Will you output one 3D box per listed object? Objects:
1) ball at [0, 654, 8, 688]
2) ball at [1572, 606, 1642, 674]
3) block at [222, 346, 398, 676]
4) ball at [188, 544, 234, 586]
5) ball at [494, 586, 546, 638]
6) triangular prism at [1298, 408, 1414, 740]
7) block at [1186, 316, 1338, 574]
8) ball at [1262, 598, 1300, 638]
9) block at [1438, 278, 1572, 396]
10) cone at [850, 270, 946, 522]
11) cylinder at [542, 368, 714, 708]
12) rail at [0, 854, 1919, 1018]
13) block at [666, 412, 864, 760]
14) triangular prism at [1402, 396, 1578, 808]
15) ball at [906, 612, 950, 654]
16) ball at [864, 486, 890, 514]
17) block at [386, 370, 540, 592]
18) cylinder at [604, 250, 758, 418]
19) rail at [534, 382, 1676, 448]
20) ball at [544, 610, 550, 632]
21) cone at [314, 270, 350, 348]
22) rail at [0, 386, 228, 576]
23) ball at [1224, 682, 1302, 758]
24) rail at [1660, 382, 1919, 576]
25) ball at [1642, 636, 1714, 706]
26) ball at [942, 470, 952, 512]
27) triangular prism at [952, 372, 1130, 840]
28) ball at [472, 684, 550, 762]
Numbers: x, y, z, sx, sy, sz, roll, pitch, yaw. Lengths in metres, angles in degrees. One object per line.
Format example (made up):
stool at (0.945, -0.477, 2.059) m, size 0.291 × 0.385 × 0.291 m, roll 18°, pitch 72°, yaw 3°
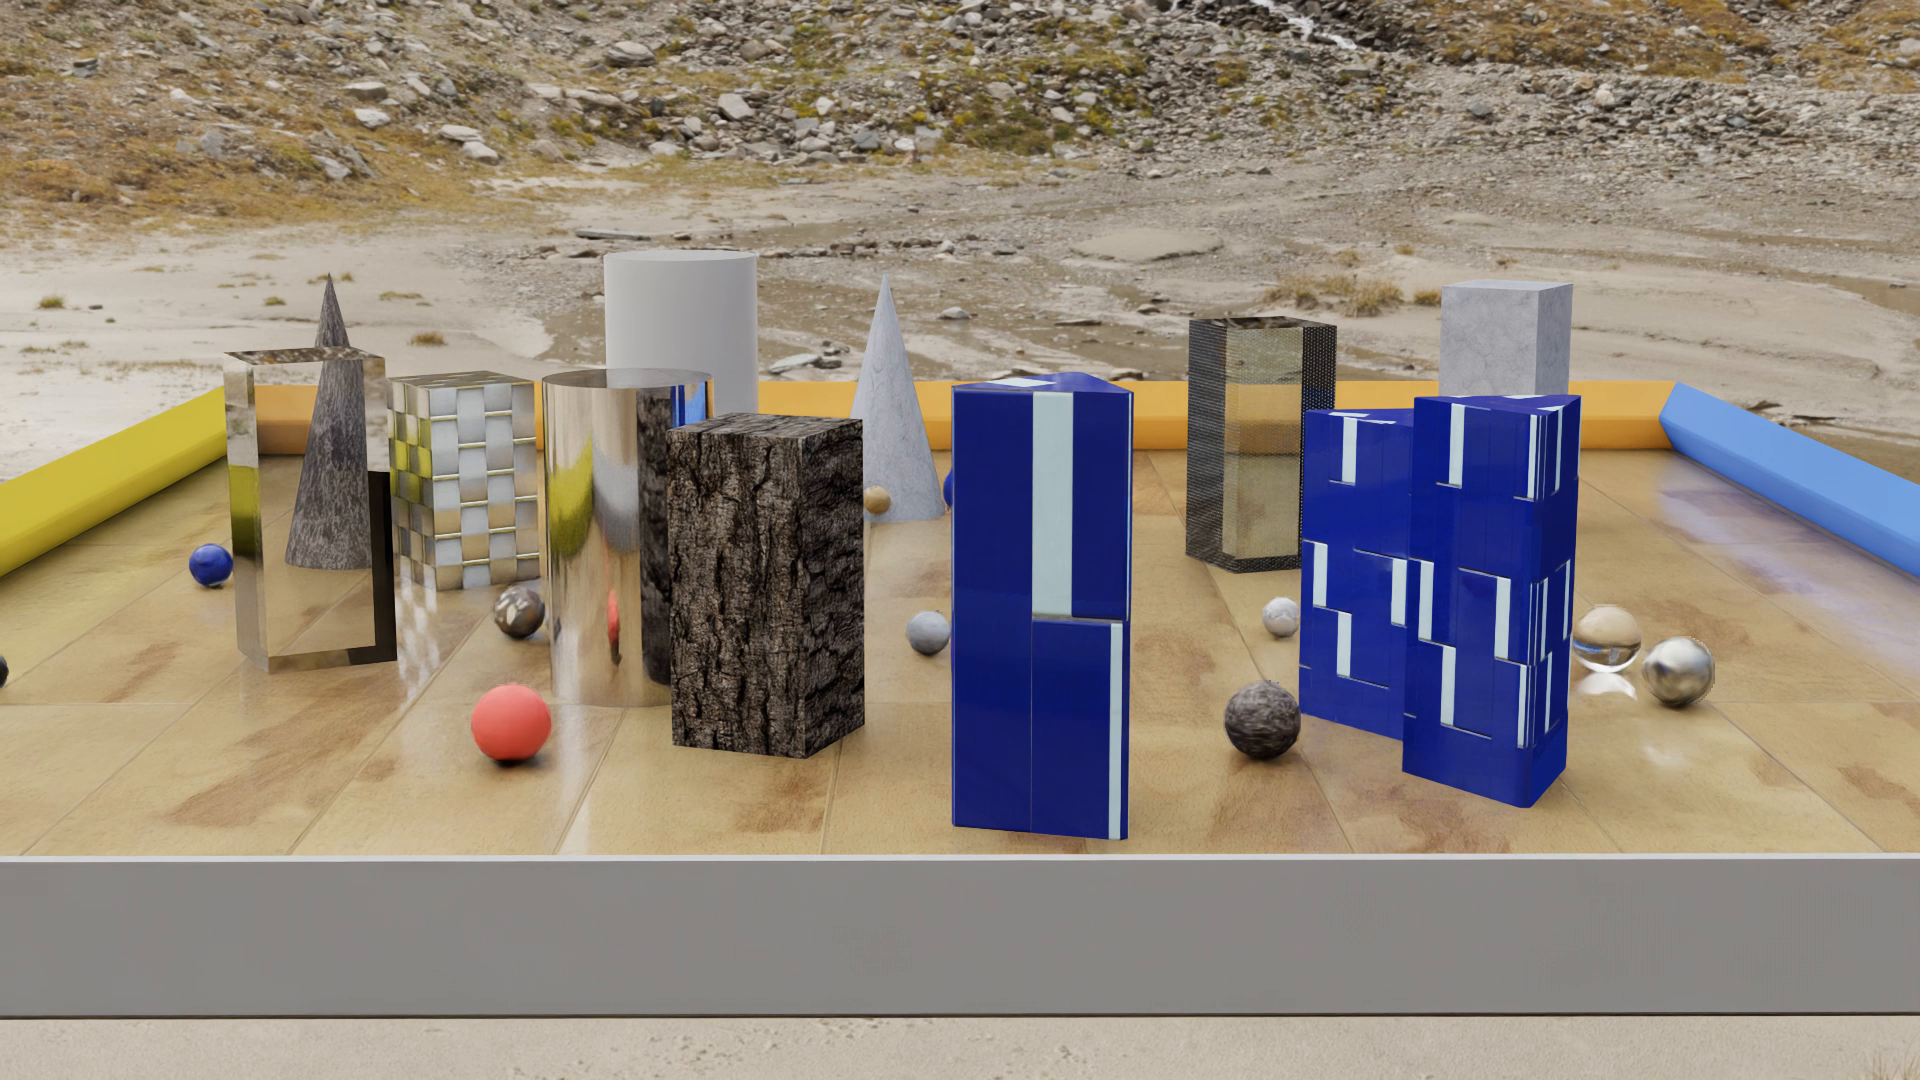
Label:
ball at (-1.143, 0.154, 2.998) m, size 0.058 × 0.058 × 0.058 m, roll 0°, pitch 10°, yaw 0°
ball at (0.784, 0.120, 3.112) m, size 0.082 × 0.082 × 0.082 m, roll 0°, pitch 10°, yaw 0°
block at (-0.805, -0.041, 3.176) m, size 0.159 × 0.376 × 0.159 m, roll -6°, pitch 12°, yaw -28°
ball at (-1.059, 0.036, 3.628) m, size 0.061 × 0.061 × 0.061 m, roll 0°, pitch 10°, yaw 0°
ball at (-0.567, 0.093, 3.304) m, size 0.066 × 0.066 × 0.066 m, roll 0°, pitch 10°, yaw 0°
triangular prism at (0.498, 0.029, 2.878) m, size 0.149 × 0.346 × 0.172 m, roll -8°, pitch 13°, yaw -36°
block at (0.443, -0.144, 3.790) m, size 0.159 × 0.355 × 0.159 m, roll -4°, pitch 11°, yaw -22°
ball at (0.415, 0.099, 3.308) m, size 0.052 × 0.052 × 0.052 m, roll 0°, pitch 10°, yaw 0°
block at (0.871, -0.218, 4.113) m, size 0.159 × 0.383 × 0.159 m, roll 7°, pitch 12°, yaw 32°
cone at (-0.122, -0.243, 4.203) m, size 0.198 × 0.400 × 0.198 m, roll 0°, pitch 10°, yaw 0°
cylinder at (-0.385, -0.007, 3.011) m, size 0.198 × 0.369 × 0.198 m, roll 0°, pitch 10°, yaw 0°
rail at (0.008, 0.302, 1.998) m, size 2.770 × 0.129 × 0.045 m, roll 0°, pitch 10°, yaw 0°
block at (-0.209, 0.045, 2.797) m, size 0.159 × 0.344 × 0.159 m, roll 4°, pitch 11°, yaw 21°
triangular prism at (0.573, 0.053, 2.623) m, size 0.149 × 0.393 × 0.172 m, roll -7°, pitch 13°, yaw -35°
ball at (-0.039, 0.116, 3.208) m, size 0.055 × 0.055 × 0.055 m, roll 0°, pitch 10°, yaw 0°
ball at (-0.135, -0.064, 4.121) m, size 0.046 × 0.046 × 0.046 m, roll 0°, pitch 10°, yaw 0°
block at (-0.713, -0.088, 3.676) m, size 0.159 × 0.286 × 0.159 m, roll -7°, pitch 13°, yaw -35°
cylinder at (-0.364, -0.133, 3.379) m, size 0.198 × 0.483 × 0.198 m, roll 0°, pitch 10°, yaw 0°
rail at (-0.008, -0.235, 4.899) m, size 2.770 × 0.129 × 0.045 m, roll 0°, pitch 10°, yaw 0°
ball at (-0.502, 0.101, 3.284) m, size 0.058 × 0.058 × 0.058 m, roll 0°, pitch 10°, yaw 0°
cone at (-0.941, -0.193, 3.864) m, size 0.198 × 0.425 × 0.198 m, roll 0°, pitch 10°, yaw 0°
rail at (-1.361, 0.035, 3.441) m, size 0.045 × 0.129 × 2.998 m, roll 0°, pitch 10°, yaw 0°
ball at (0.322, 0.192, 2.728) m, size 0.081 × 0.081 × 0.081 m, roll 0°, pitch 10°, yaw 0°
rail at (1.361, 0.032, 3.456) m, size 0.045 × 0.129 × 2.998 m, roll 0°, pitch 10°, yaw 0°
ball at (0.827, 0.151, 2.957) m, size 0.079 × 0.079 × 0.079 m, roll 0°, pitch 10°, yaw 0°
ball at (0.022, -0.081, 4.150) m, size 0.099 × 0.099 × 0.099 m, roll 0°, pitch 10°, yaw 0°
triangular prism at (0.095, 0.057, 2.500) m, size 0.172 × 0.428 × 0.149 m, roll 3°, pitch 11°, yaw 16°
ball at (-0.475, 0.194, 2.712) m, size 0.083 × 0.083 × 0.083 m, roll 0°, pitch 10°, yaw 0°
